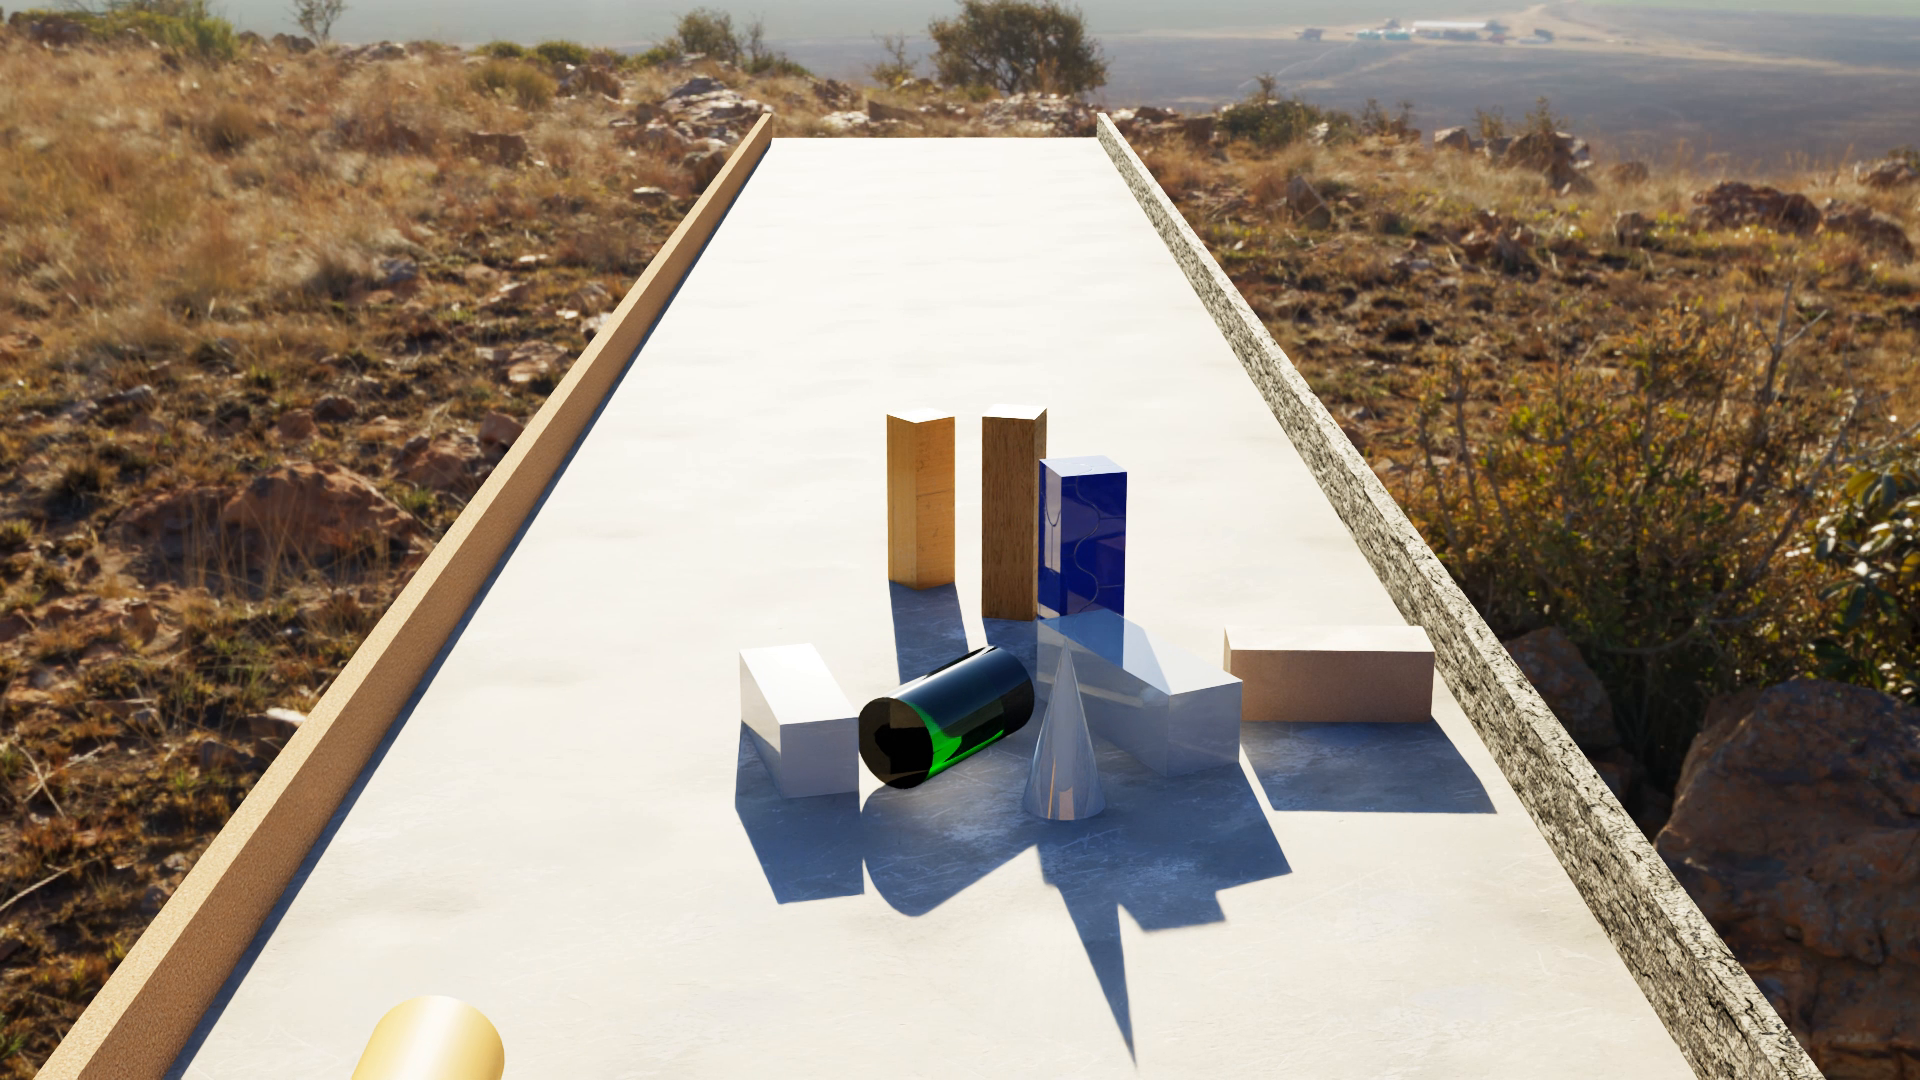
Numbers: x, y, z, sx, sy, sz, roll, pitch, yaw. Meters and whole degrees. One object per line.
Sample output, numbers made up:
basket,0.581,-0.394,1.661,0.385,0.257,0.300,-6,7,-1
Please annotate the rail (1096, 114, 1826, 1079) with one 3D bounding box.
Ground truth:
rail,0.932,-0.844,7.801,0.050,0.150,12.000,0,17,-1

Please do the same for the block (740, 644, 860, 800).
block,-0.290,0.317,3.922,0.136,0.136,0.392,-5,17,-15

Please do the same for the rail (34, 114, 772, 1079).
rail,-1.118,-0.838,7.780,0.050,0.150,12.000,0,17,-1

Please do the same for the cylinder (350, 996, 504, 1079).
cylinder,-0.652,0.700,2.576,0.169,0.169,0.376,0,17,-1

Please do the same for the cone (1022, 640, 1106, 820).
cone,0.176,0.302,3.685,0.142,0.300,0.142,0,17,0

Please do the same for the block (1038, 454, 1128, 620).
block,0.243,0.040,4.405,0.137,0.391,0.137,-5,17,-16

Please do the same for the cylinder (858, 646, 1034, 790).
cylinder,-0.023,0.311,3.891,0.166,0.166,0.316,11,20,33

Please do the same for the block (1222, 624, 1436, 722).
block,0.689,0.250,4.137,0.375,0.141,0.141,0,17,2

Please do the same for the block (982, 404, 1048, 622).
block,0.114,-0.058,4.650,0.113,0.440,0.113,4,17,15

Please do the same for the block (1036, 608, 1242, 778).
block,0.322,0.273,4.039,0.153,0.153,0.456,-9,19,-27

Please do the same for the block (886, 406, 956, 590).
block,-0.086,-0.092,4.867,0.108,0.381,0.108,-12,21,-36
